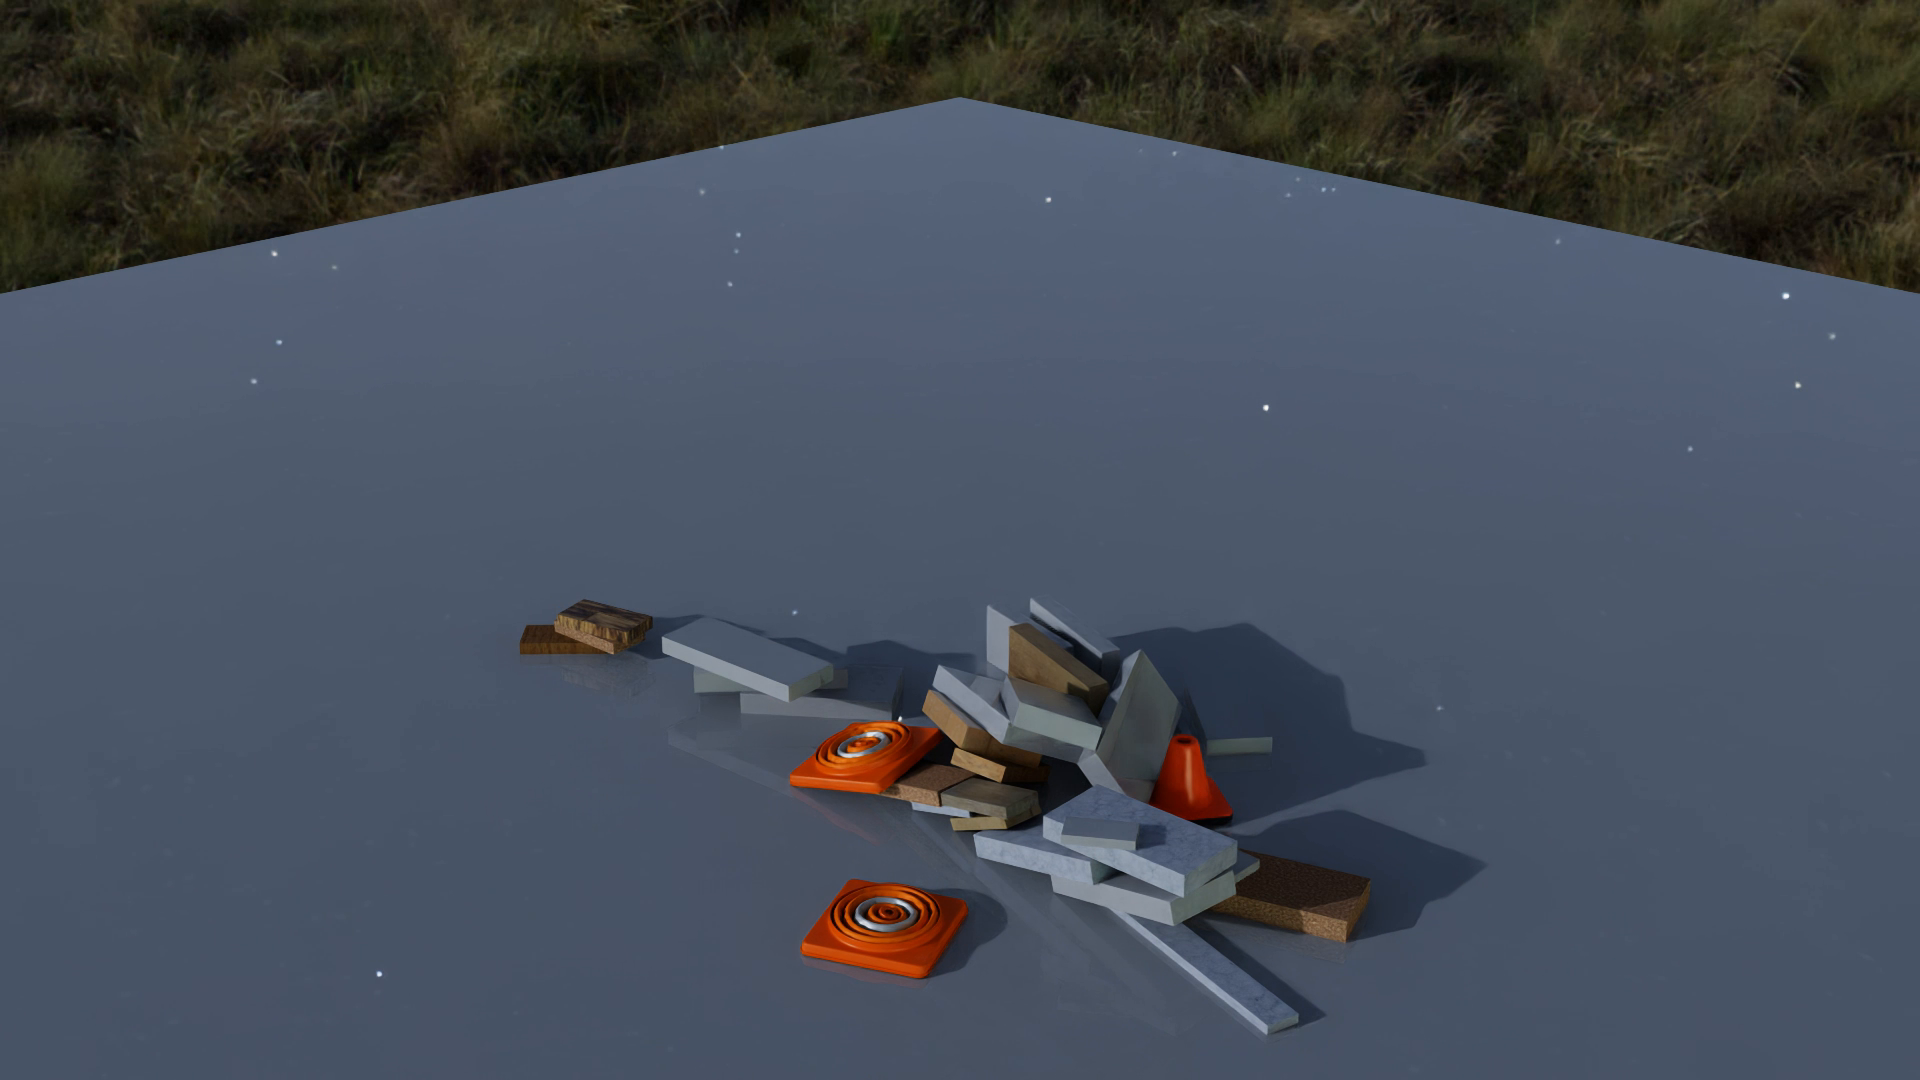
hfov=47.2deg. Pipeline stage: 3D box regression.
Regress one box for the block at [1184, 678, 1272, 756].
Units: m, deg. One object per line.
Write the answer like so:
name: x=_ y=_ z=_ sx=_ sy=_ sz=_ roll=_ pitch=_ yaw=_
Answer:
block: x=0.583 y=0.385 z=4.803 sx=0.141 sy=0.040 sz=0.282 roll=-2 pitch=23 yaw=-4

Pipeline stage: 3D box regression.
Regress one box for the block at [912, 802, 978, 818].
block: x=-0.007 y=0.524 z=4.425 sx=0.090 sy=0.026 sz=0.180 roll=-19 pitch=12 yaw=-38

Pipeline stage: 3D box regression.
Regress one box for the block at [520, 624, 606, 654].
block: x=-0.927 y=0.234 z=5.174 sx=0.201 sy=0.028 sz=0.100 roll=0 pitch=23 yaw=-1

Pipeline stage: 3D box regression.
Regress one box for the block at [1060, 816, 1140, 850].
block: x=0.258 y=0.537 z=4.031 sx=0.137 sy=0.019 sz=0.068 roll=4 pitch=23 yaw=10

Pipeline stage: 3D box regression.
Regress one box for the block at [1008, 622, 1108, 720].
block: x=0.210 y=0.324 z=4.780 sx=0.048 sy=0.170 sz=0.339 roll=-12 pitch=26 yaw=-26

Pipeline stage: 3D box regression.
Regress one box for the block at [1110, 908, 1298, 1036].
block: x=0.421 y=0.747 z=3.975 sx=0.068 sy=0.019 sz=0.509 roll=-14 pitch=26 yaw=-29

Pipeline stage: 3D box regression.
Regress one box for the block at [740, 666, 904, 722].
block: x=-0.307 y=0.335 z=4.909 sx=0.337 sy=0.048 sz=0.169 roll=3 pitch=23 yaw=6

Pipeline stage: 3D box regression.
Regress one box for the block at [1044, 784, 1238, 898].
block: x=0.332 y=0.554 z=4.075 sx=0.326 sy=0.046 sz=0.163 roll=18 pitch=29 yaw=38

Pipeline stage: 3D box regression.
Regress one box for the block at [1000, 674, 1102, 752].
block: x=0.181 y=0.348 z=4.458 sx=0.170 sy=0.048 sz=0.339 roll=17 pitch=4 yaw=-5

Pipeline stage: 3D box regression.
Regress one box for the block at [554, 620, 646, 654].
block: x=-0.844 y=0.212 z=5.153 sx=0.201 sy=0.028 sz=0.100 roll=17 pitch=29 yaw=35

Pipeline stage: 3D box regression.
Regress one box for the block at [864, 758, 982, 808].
block: x=-0.075 y=0.494 z=4.477 sx=0.117 sy=0.033 sz=0.235 roll=-19 pitch=15 yaw=-38

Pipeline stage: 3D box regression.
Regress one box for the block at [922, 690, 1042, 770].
block: x=0.045 y=0.394 z=4.600 sx=0.169 sy=0.048 sz=0.338 roll=17 pitch=5 yaw=-16

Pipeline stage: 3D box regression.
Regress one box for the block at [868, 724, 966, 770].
block: x=-0.062 y=0.451 z=4.656 sx=0.235 sy=0.033 sz=0.117 roll=10 pitch=25 yaw=22

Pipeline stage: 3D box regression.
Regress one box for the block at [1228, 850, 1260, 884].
block: x=0.496 y=0.624 z=4.146 sx=0.068 sy=0.019 sz=0.137 roll=21 pitch=31 yaw=40

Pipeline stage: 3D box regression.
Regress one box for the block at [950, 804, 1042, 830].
block: x=0.070 y=0.545 z=4.345 sx=0.090 sy=0.025 sz=0.180 roll=-19 pitch=4 yaw=-36

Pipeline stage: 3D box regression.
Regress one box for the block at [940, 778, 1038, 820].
block: x=0.058 y=0.506 z=4.314 sx=0.090 sy=0.025 sz=0.180 roll=-21 pitch=18 yaw=-41

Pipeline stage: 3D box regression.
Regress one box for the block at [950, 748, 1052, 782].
block: x=0.086 y=0.459 z=4.496 sx=0.117 sy=0.033 sz=0.235 roll=19 pitch=3 yaw=26

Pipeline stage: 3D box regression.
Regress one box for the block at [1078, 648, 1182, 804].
block: x=0.359 y=0.403 z=4.566 sx=0.046 sy=0.162 sz=0.556 roll=-32 pitch=8 yaw=22

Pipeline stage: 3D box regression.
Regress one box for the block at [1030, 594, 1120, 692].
block: x=0.255 y=0.260 z=4.941 sx=0.046 sy=0.162 sz=0.325 roll=-11 pitch=25 yaw=-24

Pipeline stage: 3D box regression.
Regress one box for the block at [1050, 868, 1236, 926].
block: x=0.338 y=0.636 z=4.096 sx=0.163 sy=0.046 sz=0.326 roll=-19 pitch=15 yaw=-36

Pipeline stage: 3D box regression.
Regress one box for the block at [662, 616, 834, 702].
block: x=-0.471 y=0.260 z=4.851 sx=0.388 sy=0.040 sz=0.141 roll=18 pitch=29 yaw=36

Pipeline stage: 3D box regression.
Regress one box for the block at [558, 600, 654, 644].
block: x=-0.829 y=0.189 z=5.134 sx=0.201 sy=0.028 sz=0.100 roll=12 pitch=26 yaw=27

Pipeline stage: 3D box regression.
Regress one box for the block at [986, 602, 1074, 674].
block: x=0.157 y=0.256 z=4.976 sx=0.040 sy=0.141 sz=0.282 roll=-15 pitch=27 yaw=-31

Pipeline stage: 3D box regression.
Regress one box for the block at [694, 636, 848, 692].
block: x=-0.422 y=0.277 z=4.923 sx=0.337 sy=0.048 sz=0.169 roll=-1 pitch=23 yaw=-3

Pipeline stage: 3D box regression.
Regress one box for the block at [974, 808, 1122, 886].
block: x=0.196 y=0.585 z=4.223 sx=0.163 sy=0.046 sz=0.326 roll=-19 pitch=16 yaw=-38

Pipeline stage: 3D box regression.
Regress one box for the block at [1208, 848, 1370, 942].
block: x=0.592 y=0.661 z=4.145 sx=0.325 sy=0.046 sz=0.162 roll=10 pitch=25 yaw=23

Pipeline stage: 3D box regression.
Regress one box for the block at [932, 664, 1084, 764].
block: x=0.096 y=0.360 z=4.598 sx=0.170 sy=0.048 sz=0.506 roll=16 pitch=5 yaw=-19
